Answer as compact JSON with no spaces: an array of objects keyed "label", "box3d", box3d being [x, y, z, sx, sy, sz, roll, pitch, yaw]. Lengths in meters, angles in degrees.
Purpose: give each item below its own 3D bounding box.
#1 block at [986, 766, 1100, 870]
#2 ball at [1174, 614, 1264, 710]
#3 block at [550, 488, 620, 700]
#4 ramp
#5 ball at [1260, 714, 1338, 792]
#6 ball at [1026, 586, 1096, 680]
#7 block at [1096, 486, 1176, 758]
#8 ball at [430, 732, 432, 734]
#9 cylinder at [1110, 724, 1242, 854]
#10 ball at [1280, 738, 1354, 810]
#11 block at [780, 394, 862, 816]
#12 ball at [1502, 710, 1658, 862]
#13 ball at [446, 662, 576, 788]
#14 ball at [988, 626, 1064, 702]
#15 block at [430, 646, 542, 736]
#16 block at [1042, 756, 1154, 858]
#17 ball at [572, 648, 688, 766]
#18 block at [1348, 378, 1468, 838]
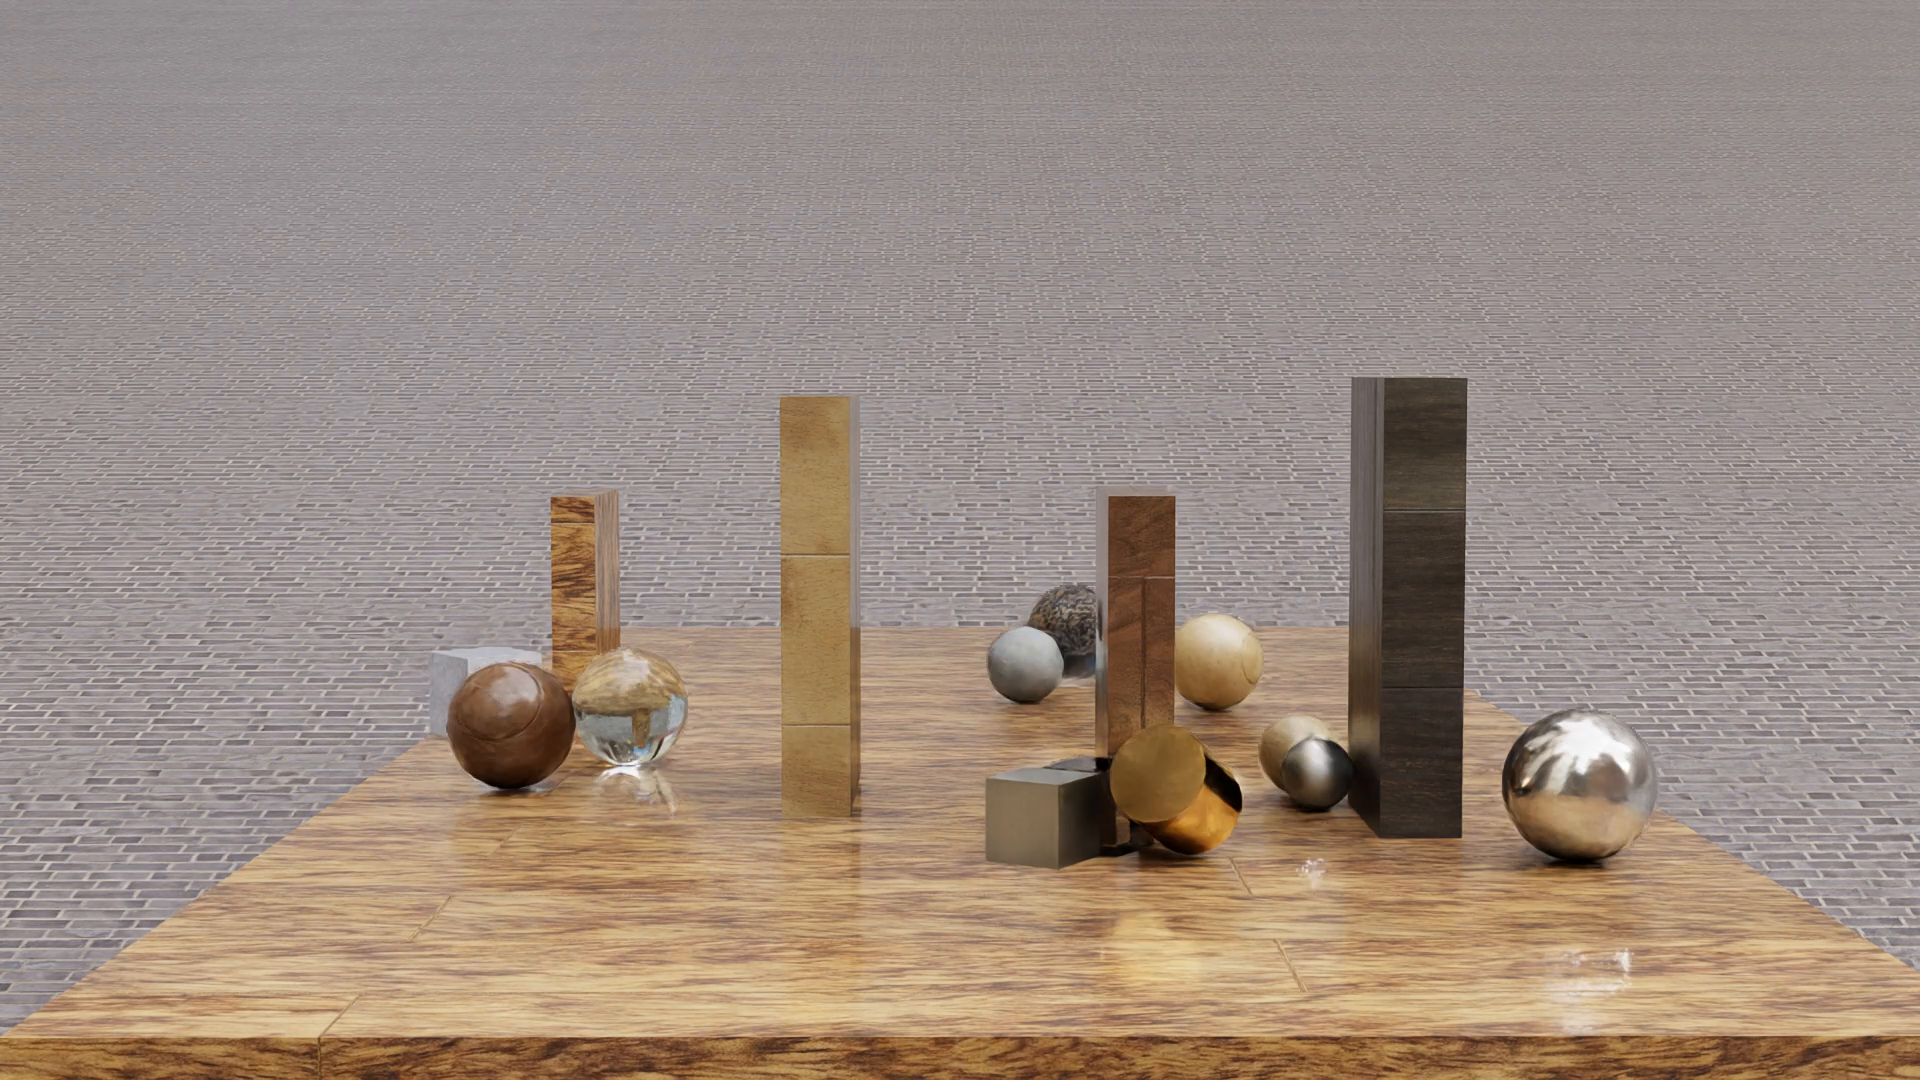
[{"label":"block","box3d":[0.112,0.373,3.455,0.112,0.112,0.112,2,5,32]},{"label":"ball","box3d":[0.494,0.234,4.963,0.185,0.185,0.185,0,19,0]},{"label":"block","box3d":[-0.757,0.107,5.209,0.085,0.408,0.371,0,4,0]},{"label":"ramp","box3d":[0.045,0.406,4.538,2.000,0.100,4.000,0,4,0]},{"label":"ball","box3d":[0.526,0.332,3.973,0.124,0.124,0.124,0,19,0]},{"label":"ball","box3d":[0.240,0.196,5.437,0.198,0.198,0.198,0,19,0]},{"label":"block","box3d":[0.253,0.169,3.743,0.094,0.482,0.316,0,4,0]},{"label":"ball","box3d":[-1.147,0.456,5.886,0.140,0.140,0.140,0,19,0]},{"label":"cylinder","box3d":[0.291,0.337,3.455,0.138,0.138,0.138,13,-17,33]},{"label":"ball","box3d":[0.535,0.349,3.840,0.108,0.108,0.108,0,19,0]},{"label":"block","box3d":[-0.212,0.085,3.971,0.101,0.617,0.420,0,4,0]},{"label":"ball","box3d":[0.829,0.329,3.435,0.204,0.204,0.204,0,19,0]},{"label":"ball","box3d":[-0.705,0.291,4.032,0.200,0.200,0.200,0,19,0]},{"label":"ball","box3d":[0.129,0.246,5.056,0.150,0.150,0.150,0,19,0]},{"label":"block","box3d":[-0.859,0.276,4.644,0.147,0.147,0.147,-3,5,-38]},{"label":"block","box3d":[0.192,0.366,3.539,0.114,0.114,0.114,2,5,31]},{"label":"ball","box3d":[-0.548,0.278,4.262,0.195,0.195,0.195,0,19,0]},{"label":"block","box3d":[0.646,0.087,3.729,0.115,0.645,0.297,0,4,0]}]
